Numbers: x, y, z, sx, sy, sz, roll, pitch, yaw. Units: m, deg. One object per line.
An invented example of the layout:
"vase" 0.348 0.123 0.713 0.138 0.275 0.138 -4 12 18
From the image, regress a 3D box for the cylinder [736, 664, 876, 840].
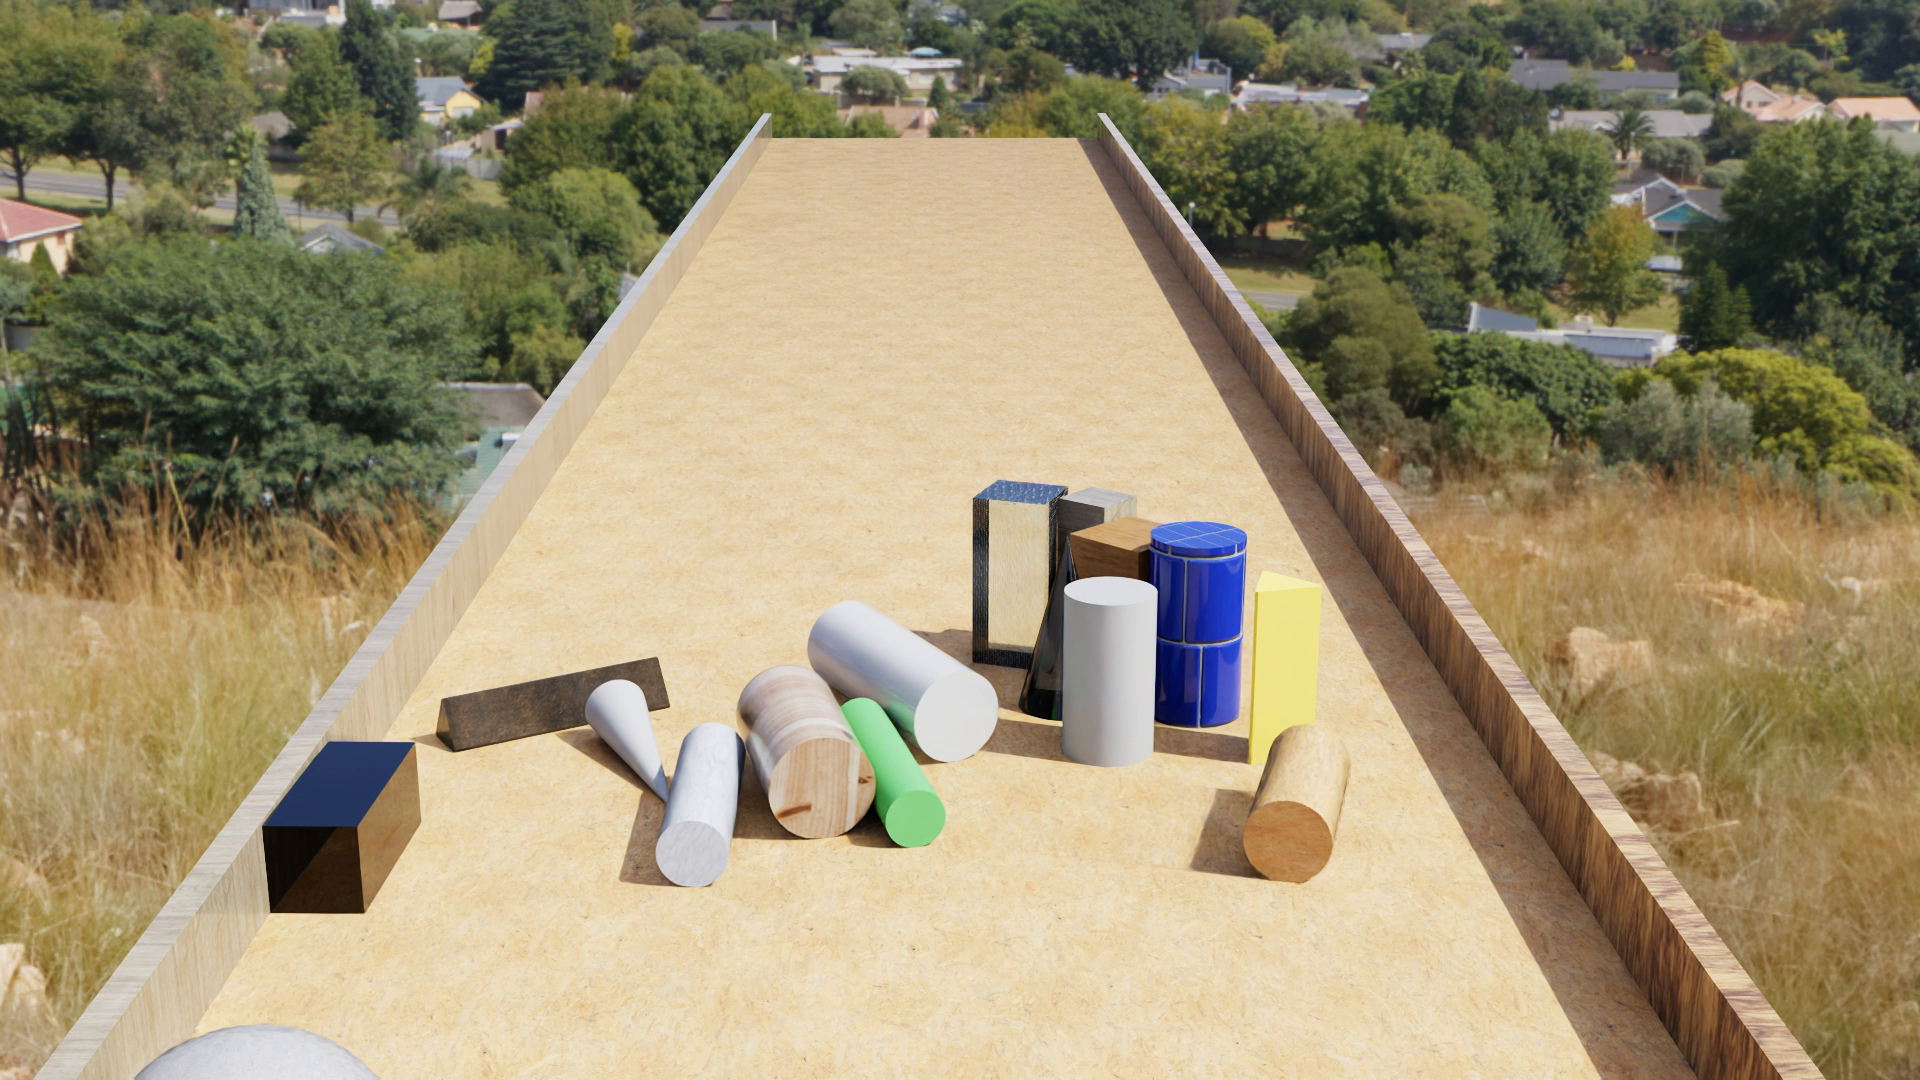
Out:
"cylinder" -0.266 0.353 3.729 0.177 0.177 0.357 -4 17 -13

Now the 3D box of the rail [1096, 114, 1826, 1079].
"rail" 0.932 -0.844 7.801 0.050 0.150 12.000 0 17 -1

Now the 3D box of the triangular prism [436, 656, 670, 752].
"triangular prism" -0.753 0.295 4.077 0.423 0.086 0.099 -10 19 -31

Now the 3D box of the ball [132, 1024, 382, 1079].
"ball" -0.751 0.685 2.327 0.339 0.339 0.339 0 17 0

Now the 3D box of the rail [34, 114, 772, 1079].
"rail" -1.118 -0.838 7.780 0.050 0.150 12.000 0 17 -1

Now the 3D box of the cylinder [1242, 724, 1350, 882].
"cylinder" 0.549 0.422 3.566 0.138 0.138 0.335 4 17 14

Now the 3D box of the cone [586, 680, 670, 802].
"cone" -0.553 0.381 3.847 0.113 0.113 0.382 -7 26 -22

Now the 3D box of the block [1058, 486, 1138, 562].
"block" 0.272 0.076 4.383 0.111 0.335 0.111 13 21 37

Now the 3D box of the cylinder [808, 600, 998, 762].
"cylinder" -0.113 0.255 4.071 0.169 0.169 0.450 -9 19 -27

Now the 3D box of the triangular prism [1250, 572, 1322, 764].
"triangular prism" 0.557 0.224 3.911 0.124 0.321 0.107 -5 17 -15

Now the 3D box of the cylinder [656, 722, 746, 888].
"cylinder" -0.420 0.426 3.595 0.113 0.113 0.412 0 17 -2

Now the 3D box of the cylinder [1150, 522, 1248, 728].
"cylinder" 0.439 0.157 4.091 0.177 0.348 0.177 0 17 0

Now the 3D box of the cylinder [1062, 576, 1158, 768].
"cylinder" 0.265 0.233 3.914 0.164 0.301 0.164 0 17 0

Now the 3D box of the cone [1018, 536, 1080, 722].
"cone" 0.199 0.150 4.128 0.177 0.338 0.177 0 17 0

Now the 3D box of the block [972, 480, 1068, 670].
"block" 0.120 0.069 4.394 0.149 0.342 0.149 6 18 20

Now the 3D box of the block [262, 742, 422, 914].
"block" -0.969 0.448 3.468 0.143 0.143 0.340 0 17 1

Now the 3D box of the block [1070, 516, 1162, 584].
"block" 0.334 0.133 4.244 0.175 0.304 0.175 -16 23 -42

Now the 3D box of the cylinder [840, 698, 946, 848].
"cylinder" -0.126 0.390 3.741 0.100 0.100 0.432 -4 17 -14
